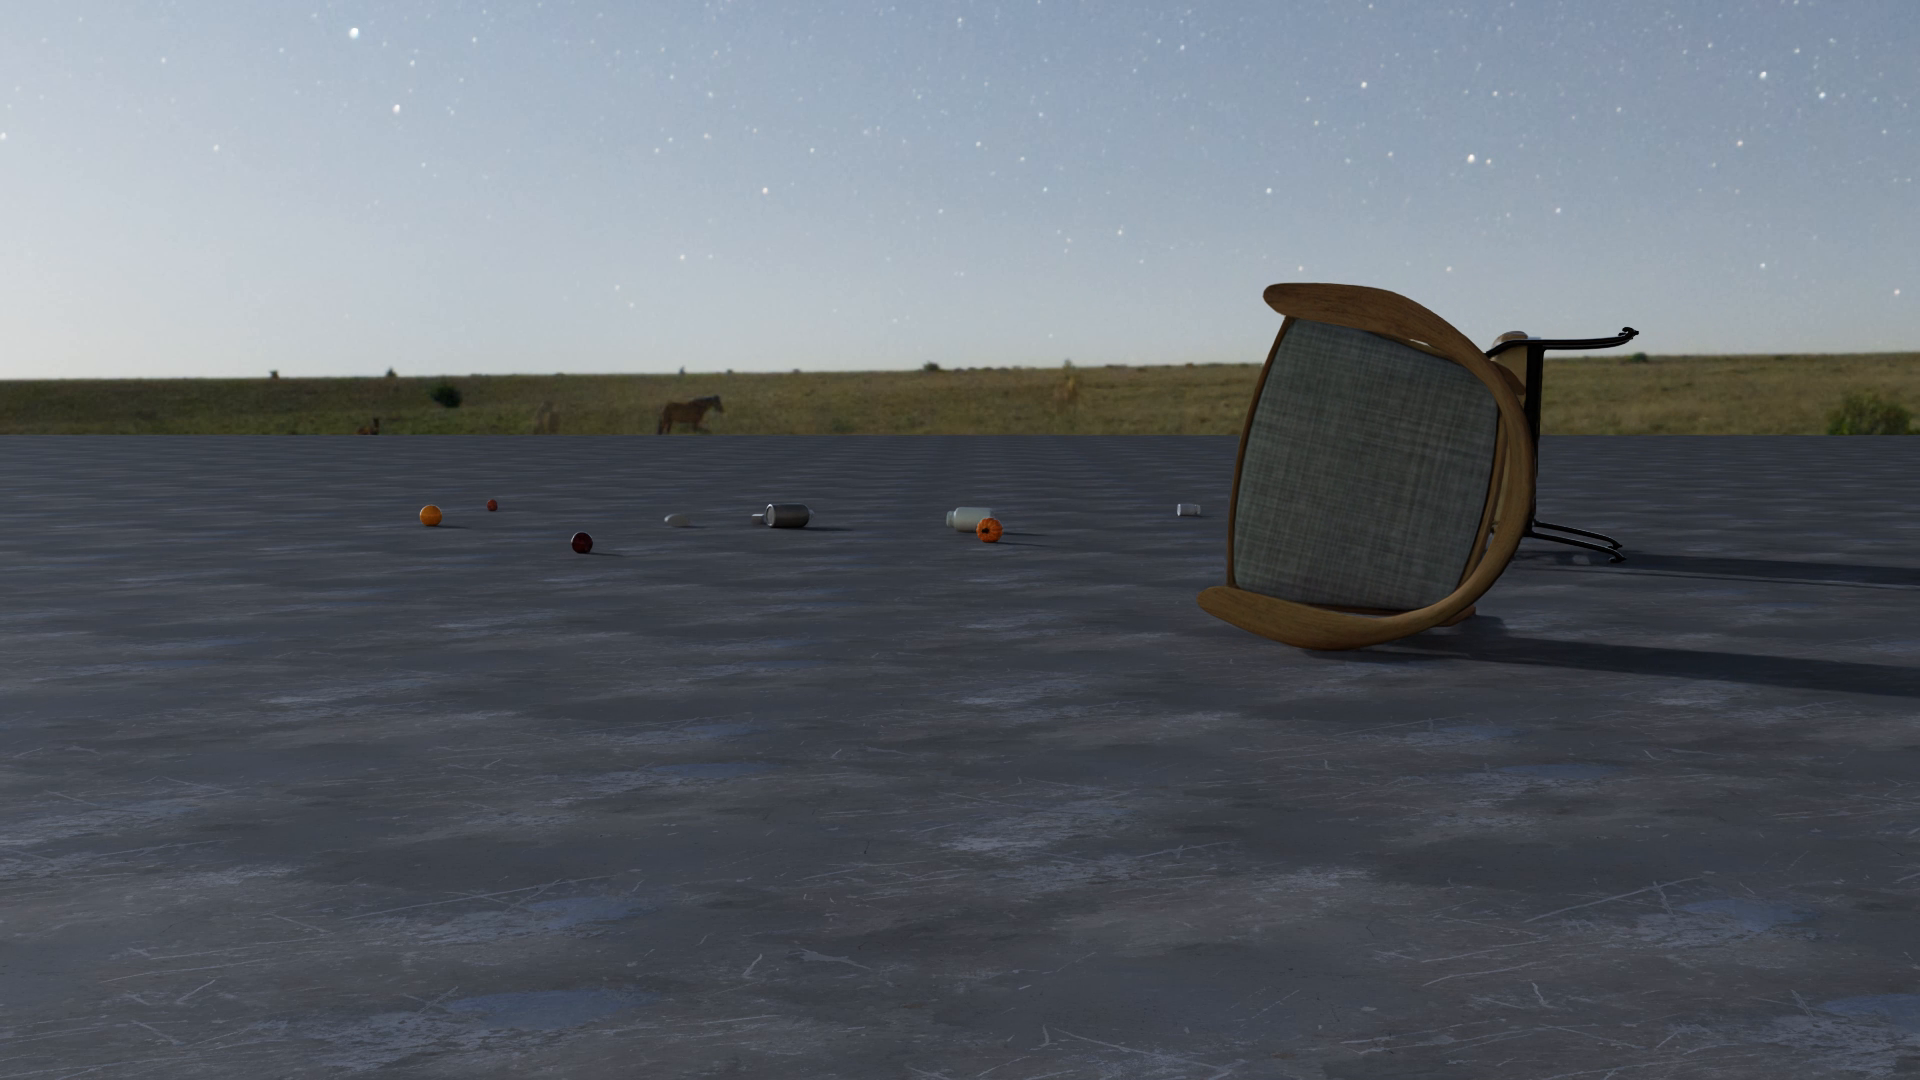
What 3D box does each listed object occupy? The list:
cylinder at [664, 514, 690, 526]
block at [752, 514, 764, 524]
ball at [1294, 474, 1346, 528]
[{"bbox_3d":[-0.927,-0.065,7.210,0.076,0.039,0.071,-4,5,-14],"label":"cylinder"},{"bbox_3d":[-0.676,-0.069,7.350,0.033,0.028,0.078,0,4,3],"label":"block"},{"bbox_3d":[1.172,-0.128,7.155,0.172,0.172,0.172,0,4,0],"label":"ball"}]
